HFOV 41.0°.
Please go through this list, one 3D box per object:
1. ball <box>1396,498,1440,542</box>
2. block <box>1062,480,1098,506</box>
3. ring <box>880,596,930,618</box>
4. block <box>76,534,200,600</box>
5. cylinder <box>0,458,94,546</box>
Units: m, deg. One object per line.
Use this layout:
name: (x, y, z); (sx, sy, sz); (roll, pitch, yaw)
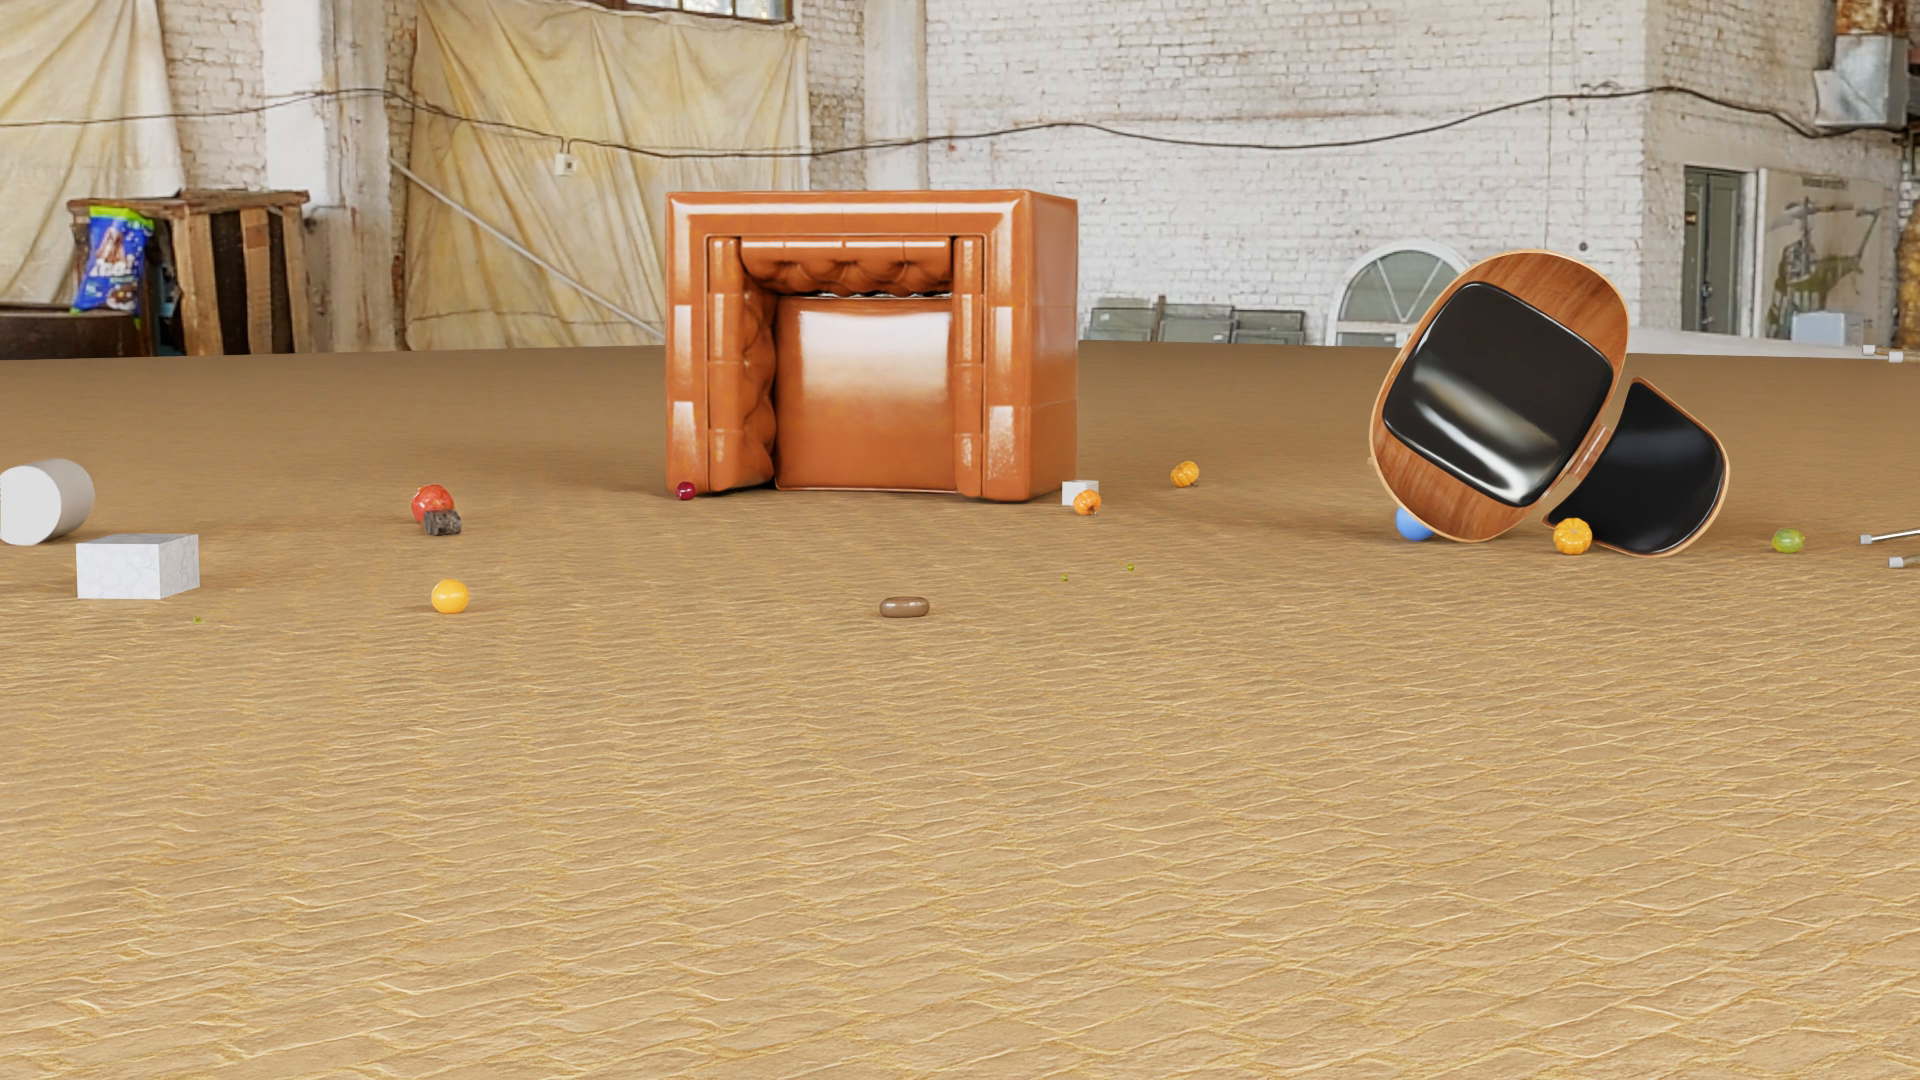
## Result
ball: (1.140, -0.051, 6.374); (0.109, 0.109, 0.109); (0, 6, 0)
block: (0.348, -0.136, 7.414); (0.075, 0.066, 0.084); (3, 7, 28)
ring: (-0.107, 0.130, 4.975); (0.101, 0.036, 0.053); (-2, 8, -14)
block: (-1.711, 0.053, 5.349); (0.173, 0.112, 0.213); (0, 6, 5)
cylinder: (-2.289, -0.096, 6.391); (0.183, 0.199, 0.257); (25, 5, -4)
